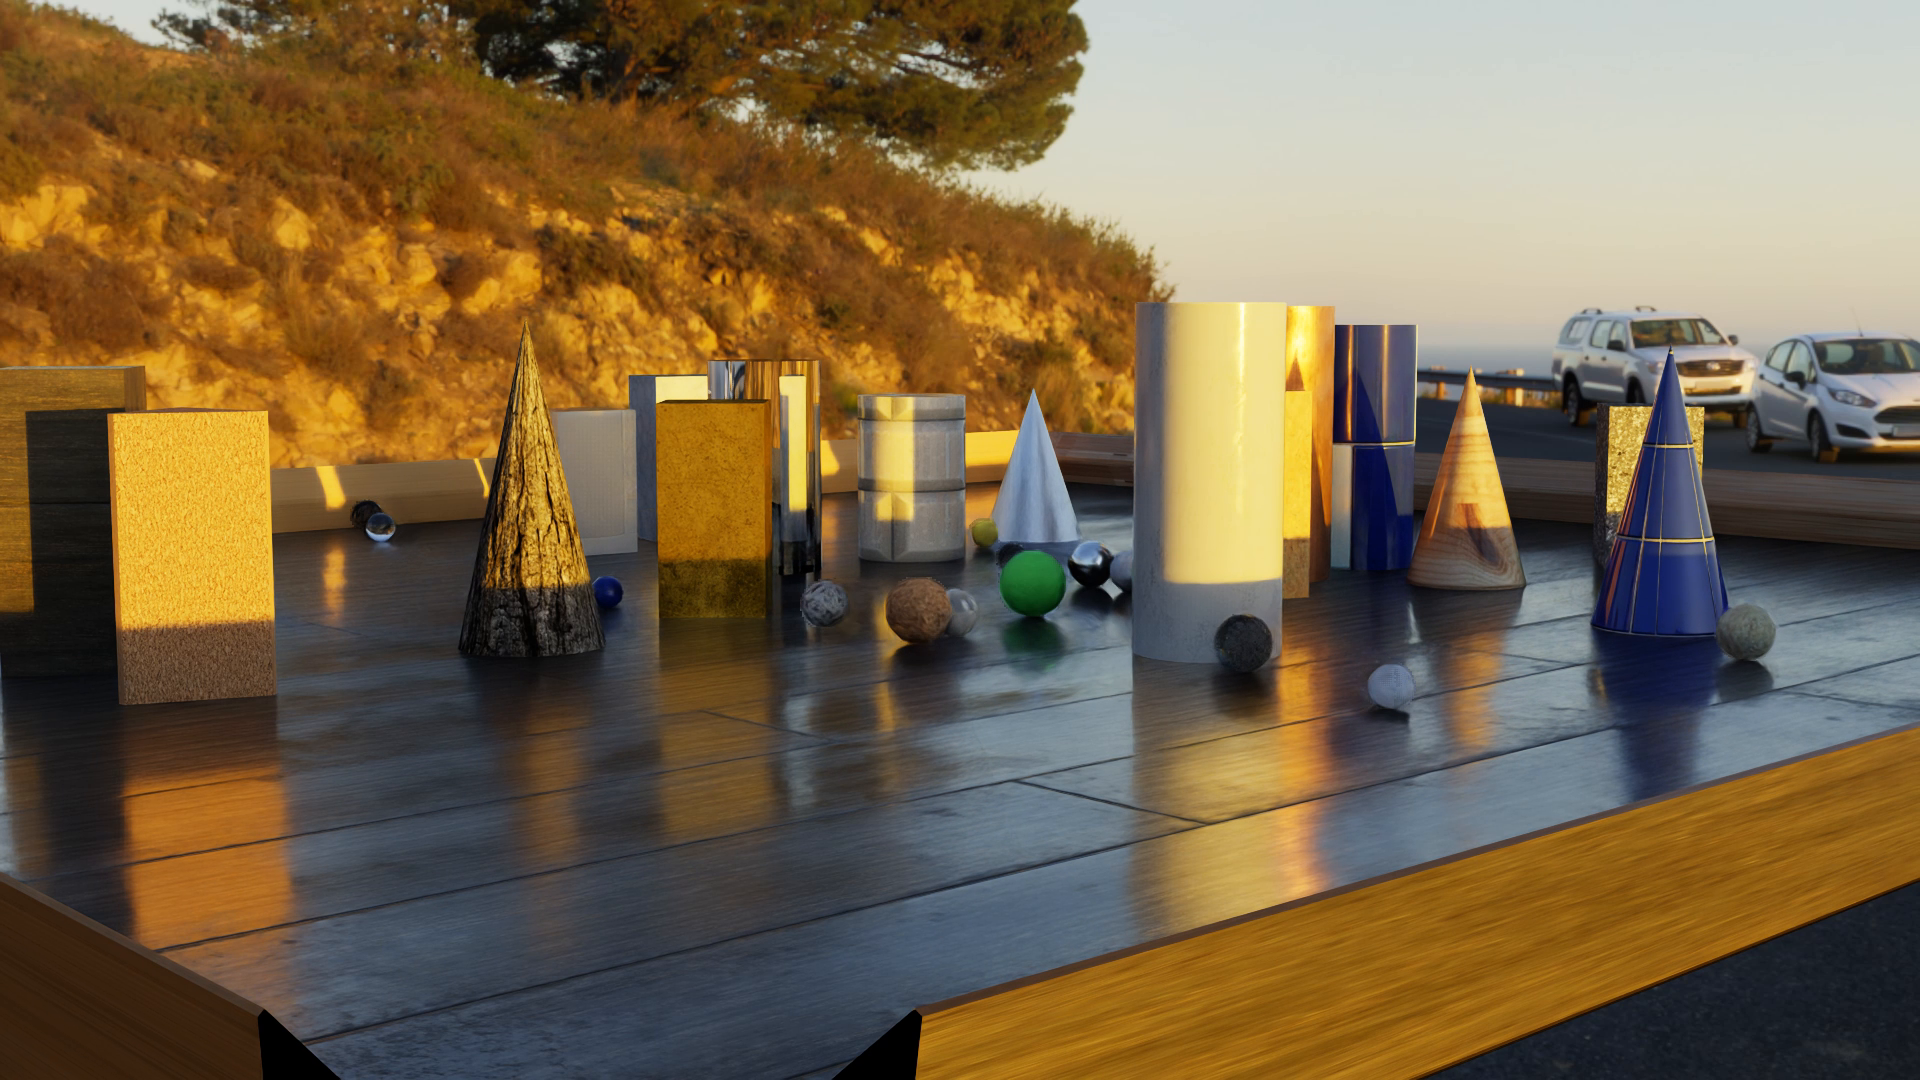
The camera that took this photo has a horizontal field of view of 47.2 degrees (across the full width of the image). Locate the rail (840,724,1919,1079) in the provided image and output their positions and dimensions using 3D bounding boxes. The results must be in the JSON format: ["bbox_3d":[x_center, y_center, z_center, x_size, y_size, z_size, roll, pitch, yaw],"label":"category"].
[{"bbox_3d":[1.142,0.162,2.102,3.641,0.126,0.045,-6,8,-42],"label":"rail"}]

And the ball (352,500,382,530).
[{"bbox_3d":[-1.202,-0.051,4.461,0.059,0.059,0.059,0,6,0],"label":"ball"}]

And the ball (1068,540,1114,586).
[{"bbox_3d":[0.212,0.038,3.536,0.075,0.075,0.075,0,6,0],"label":"ball"}]

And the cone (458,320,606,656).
[{"bbox_3d":[-0.568,-0.076,2.900,0.194,0.434,0.194,0,6,0],"label":"cone"}]

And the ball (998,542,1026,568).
[{"bbox_3d":[0.090,0.031,3.715,0.052,0.052,0.052,0,6,0],"label":"ball"}]

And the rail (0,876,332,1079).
[{"bbox_3d":[-1.321,0.160,2.120,0.045,0.126,3.414,-6,8,-42],"label":"rail"}]

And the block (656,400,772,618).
[{"bbox_3d":[-0.361,-0.050,3.249,0.155,0.310,0.155,0,6,-1],"label":"block"}]

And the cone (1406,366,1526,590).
[{"bbox_3d":[0.826,-0.107,3.576,0.194,0.355,0.194,0,6,0],"label":"cone"}]

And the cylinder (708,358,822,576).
[{"bbox_3d":[-0.334,-0.128,3.767,0.194,0.358,0.194,0,6,0],"label":"cylinder"}]

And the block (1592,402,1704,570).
[{"bbox_3d":[1.196,-0.095,3.829,0.155,0.279,0.155,1,6,8],"label":"block"}]

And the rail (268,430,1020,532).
[{"bbox_3d":[-1.142,-0.096,4.562,3.641,0.126,0.045,-6,8,-42],"label":"rail"}]

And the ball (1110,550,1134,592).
[{"bbox_3d":[0.269,0.049,3.484,0.064,0.064,0.064,0,6,0],"label":"ball"}]

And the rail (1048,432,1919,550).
[{"bbox_3d":[1.321,-0.094,4.544,0.045,0.126,3.414,-6,8,-42],"label":"rail"}]

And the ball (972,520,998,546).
[{"bbox_3d":[0.047,-0.013,4.135,0.051,0.051,0.051,0,6,0],"label":"ball"}]

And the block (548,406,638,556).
[{"bbox_3d":[-0.702,-0.110,4.053,0.155,0.262,0.155,-4,7,-36],"label":"block"}]

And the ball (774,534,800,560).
[{"bbox_3d":[-0.308,0.013,3.907,0.047,0.047,0.047,0,6,0],"label":"ball"}]

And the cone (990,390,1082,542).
[{"bbox_3d":[0.143,-0.150,4.286,0.194,0.293,0.194,0,6,0],"label":"cone"}]

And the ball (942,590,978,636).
[{"bbox_3d":[-0.007,0.099,3.001,0.065,0.065,0.065,0,6,0],"label":"ball"}]

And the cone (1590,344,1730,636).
[{"bbox_3d":[0.987,-0.076,3.074,0.194,0.397,0.194,0,6,0],"label":"cone"}]

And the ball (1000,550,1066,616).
[{"bbox_3d":[0.106,0.063,3.194,0.097,0.097,0.097,0,6,0],"label":"ball"}]

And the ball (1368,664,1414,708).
[{"bbox_3d":[0.482,0.163,2.461,0.050,0.050,0.050,0,6,0],"label":"ball"}]

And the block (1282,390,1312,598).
[{"bbox_3d":[0.437,-0.074,3.430,0.155,0.319,0.155,-3,7,-27],"label":"block"}]

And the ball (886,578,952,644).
[{"bbox_3d":[-0.055,0.094,2.936,0.088,0.088,0.088,0,6,0],"label":"ball"}]

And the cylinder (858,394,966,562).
[{"bbox_3d":[-0.087,-0.115,3.958,0.194,0.291,0.194,0,6,0],"label":"cylinder"}]

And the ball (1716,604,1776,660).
[{"bbox_3d":[1.002,0.117,2.802,0.072,0.072,0.072,0,6,0],"label":"ball"}]

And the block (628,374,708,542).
[{"bbox_3d":[-0.545,-0.163,4.294,0.155,0.316,0.155,-3,7,-28],"label":"block"}]

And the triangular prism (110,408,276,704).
[{"bbox_3d":[-0.899,0.012,2.567,0.168,0.328,0.145,-3,7,-23],"label":"triangular prism"}]

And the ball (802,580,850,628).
[{"bbox_3d":[-0.188,0.090,3.084,0.066,0.066,0.066,0,6,0],"label":"ball"}]

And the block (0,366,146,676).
[{"bbox_3d":[-1.103,-0.028,2.742,0.155,0.373,0.155,-1,6,-11],"label":"block"}]

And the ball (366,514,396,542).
[{"bbox_3d":[-1.114,-0.024,4.227,0.055,0.055,0.055,0,6,0],"label":"ball"}]

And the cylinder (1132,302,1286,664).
[{"bbox_3d":[0.322,-0.080,2.847,0.194,0.453,0.194,0,6,0],"label":"cylinder"}]

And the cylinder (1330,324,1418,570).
[{"bbox_3d":[0.696,-0.166,3.839,0.194,0.418,0.194,0,6,0],"label":"cylinder"}]

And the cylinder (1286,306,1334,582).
[{"bbox_3d":[0.521,-0.163,3.655,0.194,0.449,0.194,0,6,0],"label":"cylinder"}]

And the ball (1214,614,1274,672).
[{"bbox_3d":[0.349,0.126,2.707,0.072,0.072,0.072,0,6,0],"label":"ball"}]

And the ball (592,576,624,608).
[{"bbox_3d":[-0.528,0.078,3.282,0.049,0.049,0.049,0,6,0],"label":"ball"}]
